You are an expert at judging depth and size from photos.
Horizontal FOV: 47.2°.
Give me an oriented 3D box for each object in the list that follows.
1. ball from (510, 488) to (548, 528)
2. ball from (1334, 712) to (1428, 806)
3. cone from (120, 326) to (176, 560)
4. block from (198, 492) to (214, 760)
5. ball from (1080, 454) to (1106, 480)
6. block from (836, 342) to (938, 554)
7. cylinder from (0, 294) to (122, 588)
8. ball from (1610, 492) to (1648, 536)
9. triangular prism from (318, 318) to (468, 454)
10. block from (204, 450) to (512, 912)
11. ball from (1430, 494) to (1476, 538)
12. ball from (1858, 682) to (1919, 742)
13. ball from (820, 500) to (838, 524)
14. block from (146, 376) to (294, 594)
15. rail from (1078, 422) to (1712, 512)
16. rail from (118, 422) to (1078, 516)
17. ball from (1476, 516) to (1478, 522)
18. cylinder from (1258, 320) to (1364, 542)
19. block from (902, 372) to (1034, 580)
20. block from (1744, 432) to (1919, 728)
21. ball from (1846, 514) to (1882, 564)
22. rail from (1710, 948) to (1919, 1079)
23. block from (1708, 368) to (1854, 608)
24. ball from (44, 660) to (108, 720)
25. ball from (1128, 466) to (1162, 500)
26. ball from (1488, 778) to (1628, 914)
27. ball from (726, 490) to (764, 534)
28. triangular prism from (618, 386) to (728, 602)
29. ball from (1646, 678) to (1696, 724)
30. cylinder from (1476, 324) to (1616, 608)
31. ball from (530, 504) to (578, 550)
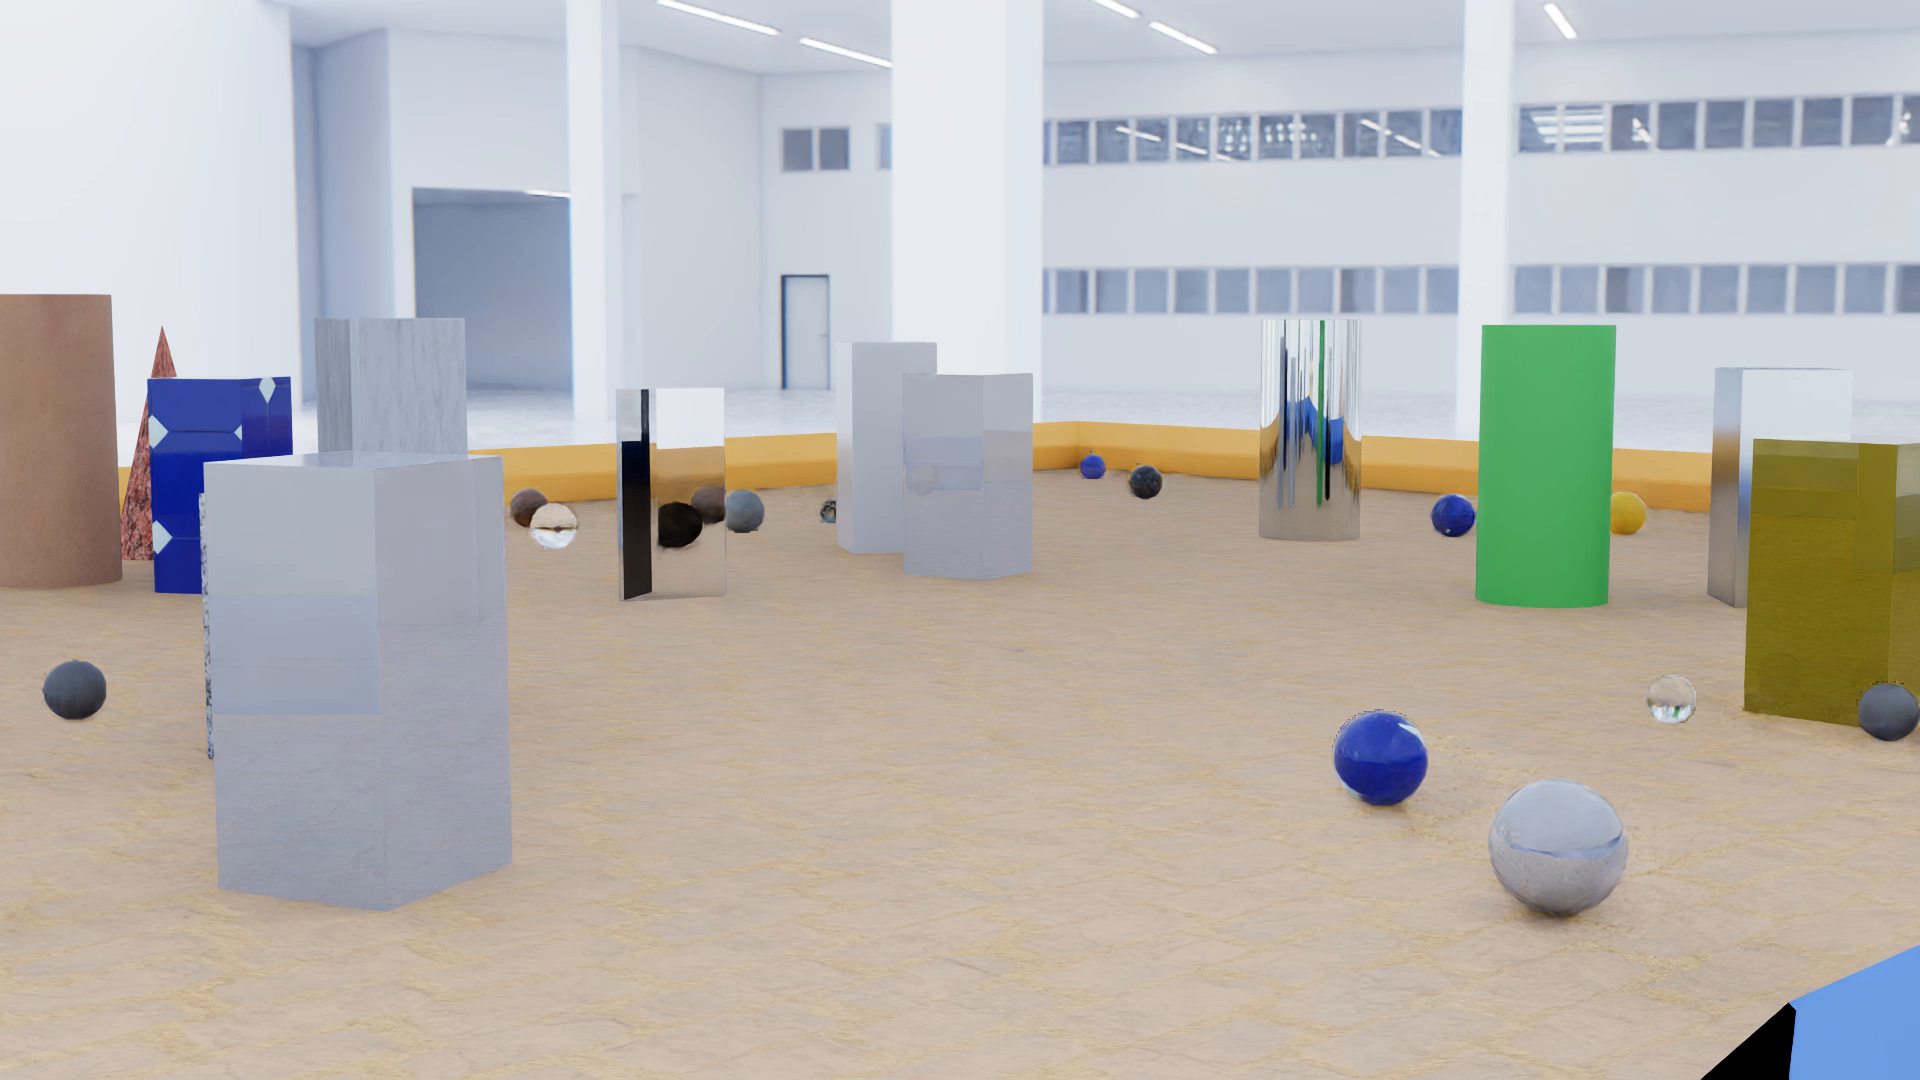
[{"bbox_3d":[-0.888,-0.066,4.536,0.081,0.081,0.081,0,6,0],"label":"ball"},{"bbox_3d":[0.380,0.198,1.985,0.084,0.084,0.084,0,6,0],"label":"ball"},{"bbox_3d":[-1.450,-0.184,4.018,0.200,0.423,0.200,0,6,0],"label":"cone"},{"bbox_3d":[-0.641,0.083,2.209,0.160,0.266,0.160,3,7,30],"label":"block"},{"bbox_3d":[0.351,-0.192,5.803,0.069,0.069,0.069,0,6,0],"label":"ball"},{"bbox_3d":[-0.138,-0.177,4.124,0.160,0.387,0.160,-1,6,-14],"label":"block"},{"bbox_3d":[-1.494,-0.167,3.618,0.200,0.472,0.200,0,6,0],"label":"cylinder"},{"bbox_3d":[1.317,-0.052,4.365,0.089,0.089,0.089,0,6,0],"label":"ball"},{"bbox_3d":[-0.689,-0.039,2.561,0.150,0.436,0.173,4,7,31],"label":"triangular prism"},{"bbox_3d":[-0.467,0.102,1.722,0.160,0.330,0.160,3,6,24],"label":"block"},{"bbox_3d":[0.972,-0.048,4.335,0.086,0.086,0.086,0,6,0],"label":"ball"},{"bbox_3d":[0.965,0.179,2.285,0.060,0.060,0.060,0,6,0],"label":"ball"},{"bbox_3d":[-0.267,-0.059,4.605,0.053,0.053,0.053,0,6,0],"label":"ball"},{"bbox_3d":[-1.182,-0.091,3.531,0.160,0.339,0.160,1,6,11],"label":"block"},{"bbox_3d":[1.660,-0.125,4.855,0.045,0.130,3.952,-5,8,-42],"label":"rail"},{"bbox_3d":[-1.324,-0.115,4.759,4.565,0.130,0.045,-5,8,-42],"label":"rail"},{"bbox_3d":[1.055,-0.039,4.355,0.064,0.064,0.064,0,6,0],"label":"ball"},{"bbox_3d":[0.692,-0.220,4.342,0.200,0.428,0.200,0,6,0],"label":"cylinder"},{"bbox_3d":[0.014,-0.113,3.738,0.160,0.340,0.160,4,7,33],"label":"block"},{"bbox_3d":[0.987,0.040,2.437,0.160,0.305,0.160,-6,8,-44],"label":"block"},{"bbox_3d":[1.580,-0.002,3.886,0.087,0.087,0.087,0,6,0],"label":"ball"},{"bbox_3d":[1.324,0.182,1.905,4.565,0.130,0.045,-5,8,-42],"label":"rail"},{"bbox_3d":[1.252,-0.083,3.365,0.160,0.357,0.160,0,6,5],"label":"block"},{"bbox_3d":[-0.966,0.164,2.402,0.065,0.065,0.065,0,6,0],"label":"ball"},{"bbox_3d":[0.441,-0.137,5.222,0.081,0.081,0.081,0,6,0],"label":"ball"},{"bbox_3d":[0.443,0.227,1.628,0.100,0.100,0.100,0,6,0],"label":"ball"},{"bbox_3d":[-0.437,-0.057,4.418,0.087,0.087,0.087,0,6,0],"label":"ball"},{"bbox_3d":[-0.477,-0.078,3.468,0.173,0.326,0.150,-3,7,-26],"label":"triangular prism"},{"bbox_3d":[0.768,0.174,2.379,0.051,0.051,0.051,0,6,0],"label":"ball"},{"bbox_3d":[0.901,-0.118,3.385,0.200,0.423,0.200,0,6,0],"label":"cylinder"},{"bbox_3d":[-0.761,-0.026,4.122,0.087,0.087,0.087,0,6,0],"label":"ball"}]
